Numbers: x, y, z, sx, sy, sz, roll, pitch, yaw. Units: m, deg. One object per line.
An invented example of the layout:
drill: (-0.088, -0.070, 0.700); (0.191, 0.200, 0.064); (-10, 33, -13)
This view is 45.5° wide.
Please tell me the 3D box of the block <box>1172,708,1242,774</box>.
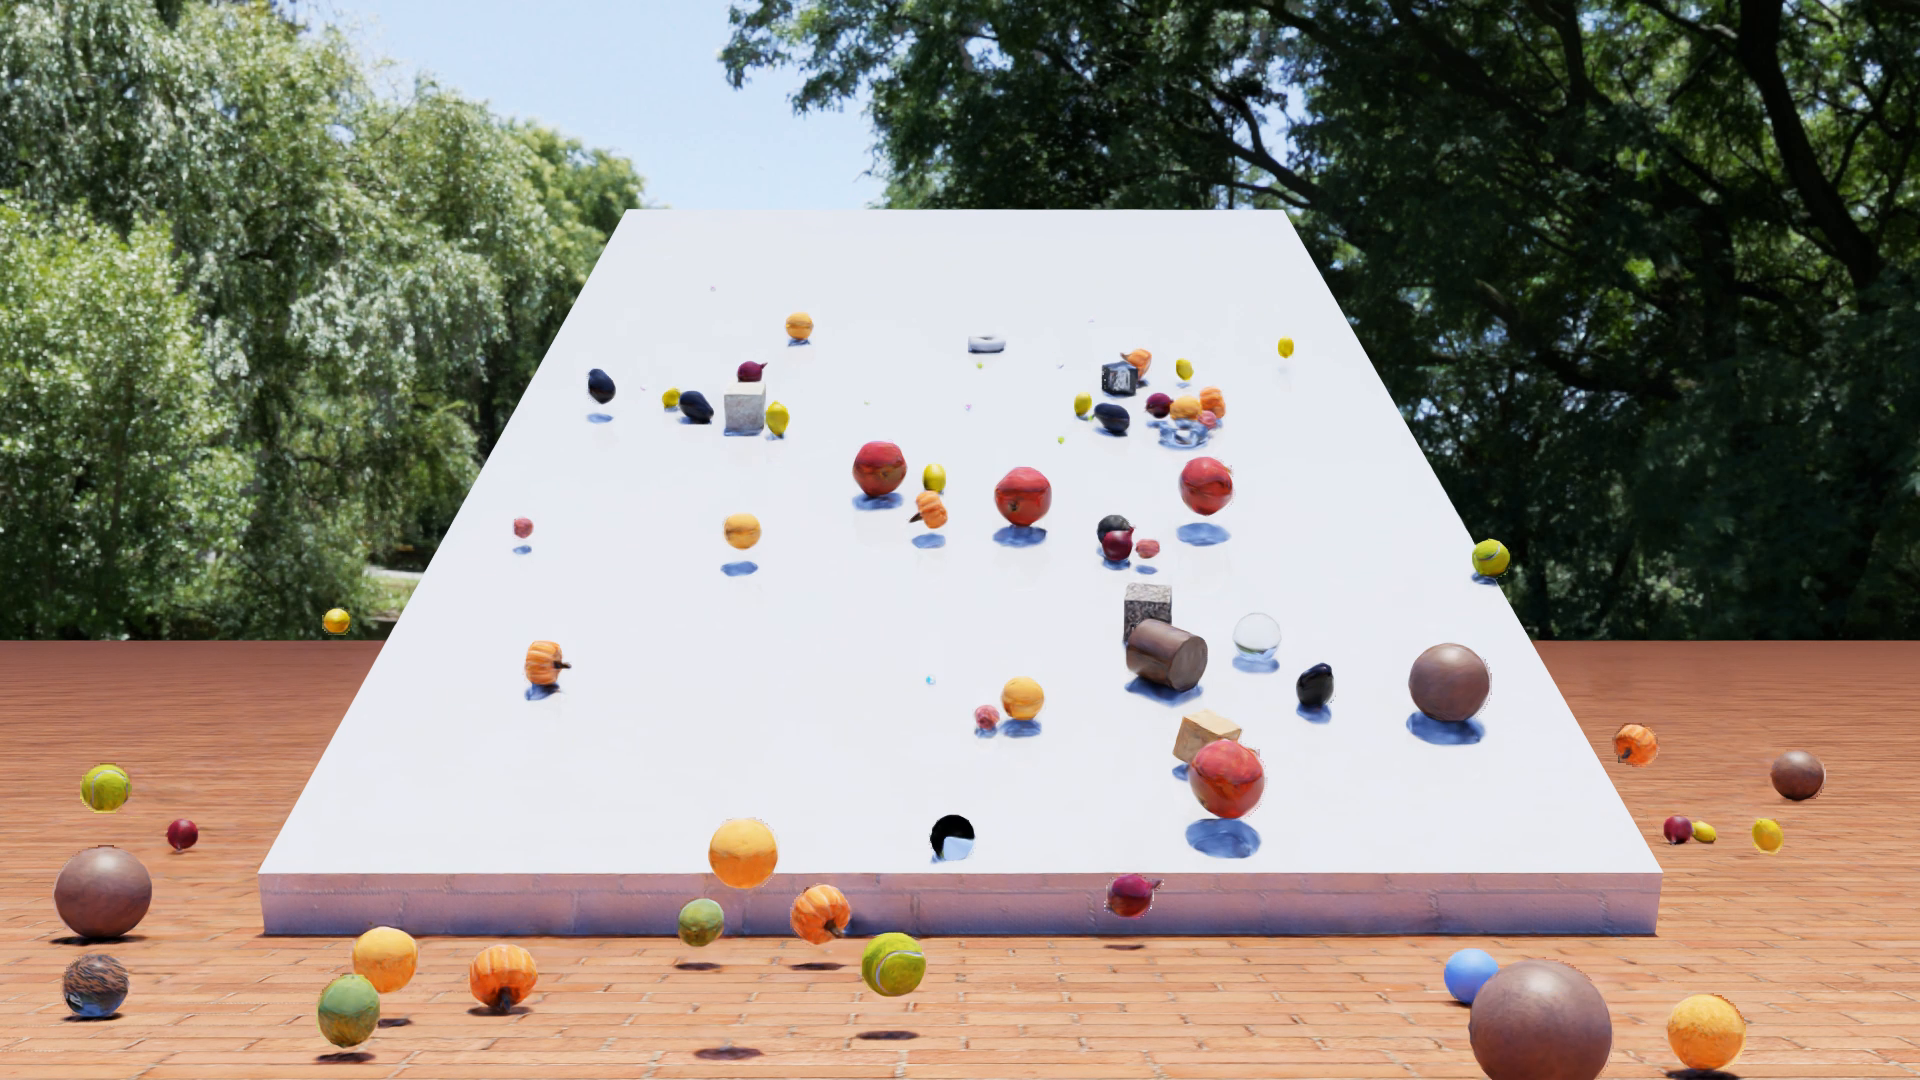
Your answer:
block: (0.382, 0.311, 3.550); (0.068, 0.068, 0.068); (28, 23, 33)

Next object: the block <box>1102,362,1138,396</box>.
block: (0.369, -0.374, 5.312); (0.060, 0.060, 0.060); (-10, 24, -24)

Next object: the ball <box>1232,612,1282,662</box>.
ball: (0.509, 0.166, 3.923); (0.084, 0.084, 0.084); (0, -2, 0)

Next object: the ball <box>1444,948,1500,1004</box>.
ball: (0.597, 0.508, 2.670); (0.065, 0.065, 0.065); (0, -2, 0)

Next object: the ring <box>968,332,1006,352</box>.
ring: (0.065, -0.485, 5.628); (0.094, 0.031, 0.094); (1, 21, 0)

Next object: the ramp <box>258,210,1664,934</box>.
ramp: (-0.006, -0.219, 5.137); (2.000, 0.100, 4.000); (0, 22, 0)

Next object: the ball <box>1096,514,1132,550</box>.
ball: (0.296, -0.016, 4.400); (0.068, 0.068, 0.068); (0, -2, 0)

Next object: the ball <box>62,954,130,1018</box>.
ball: (-0.973, 0.502, 2.582); (0.070, 0.070, 0.070); (0, -2, 0)

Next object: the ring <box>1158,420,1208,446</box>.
ring: (0.486, -0.233, 4.989); (0.111, 0.037, 0.111); (1, 21, -1)

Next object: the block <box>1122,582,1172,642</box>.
block: (0.330, 0.128, 4.024); (0.079, 0.079, 0.079); (3, 22, 8)

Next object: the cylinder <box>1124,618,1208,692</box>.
cylinder: (0.345, 0.192, 3.833); (0.099, 0.099, 0.099); (21, 12, 40)

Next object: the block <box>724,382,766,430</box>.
block: (-0.476, -0.297, 5.082); (0.084, 0.084, 0.084); (0, 22, 0)
